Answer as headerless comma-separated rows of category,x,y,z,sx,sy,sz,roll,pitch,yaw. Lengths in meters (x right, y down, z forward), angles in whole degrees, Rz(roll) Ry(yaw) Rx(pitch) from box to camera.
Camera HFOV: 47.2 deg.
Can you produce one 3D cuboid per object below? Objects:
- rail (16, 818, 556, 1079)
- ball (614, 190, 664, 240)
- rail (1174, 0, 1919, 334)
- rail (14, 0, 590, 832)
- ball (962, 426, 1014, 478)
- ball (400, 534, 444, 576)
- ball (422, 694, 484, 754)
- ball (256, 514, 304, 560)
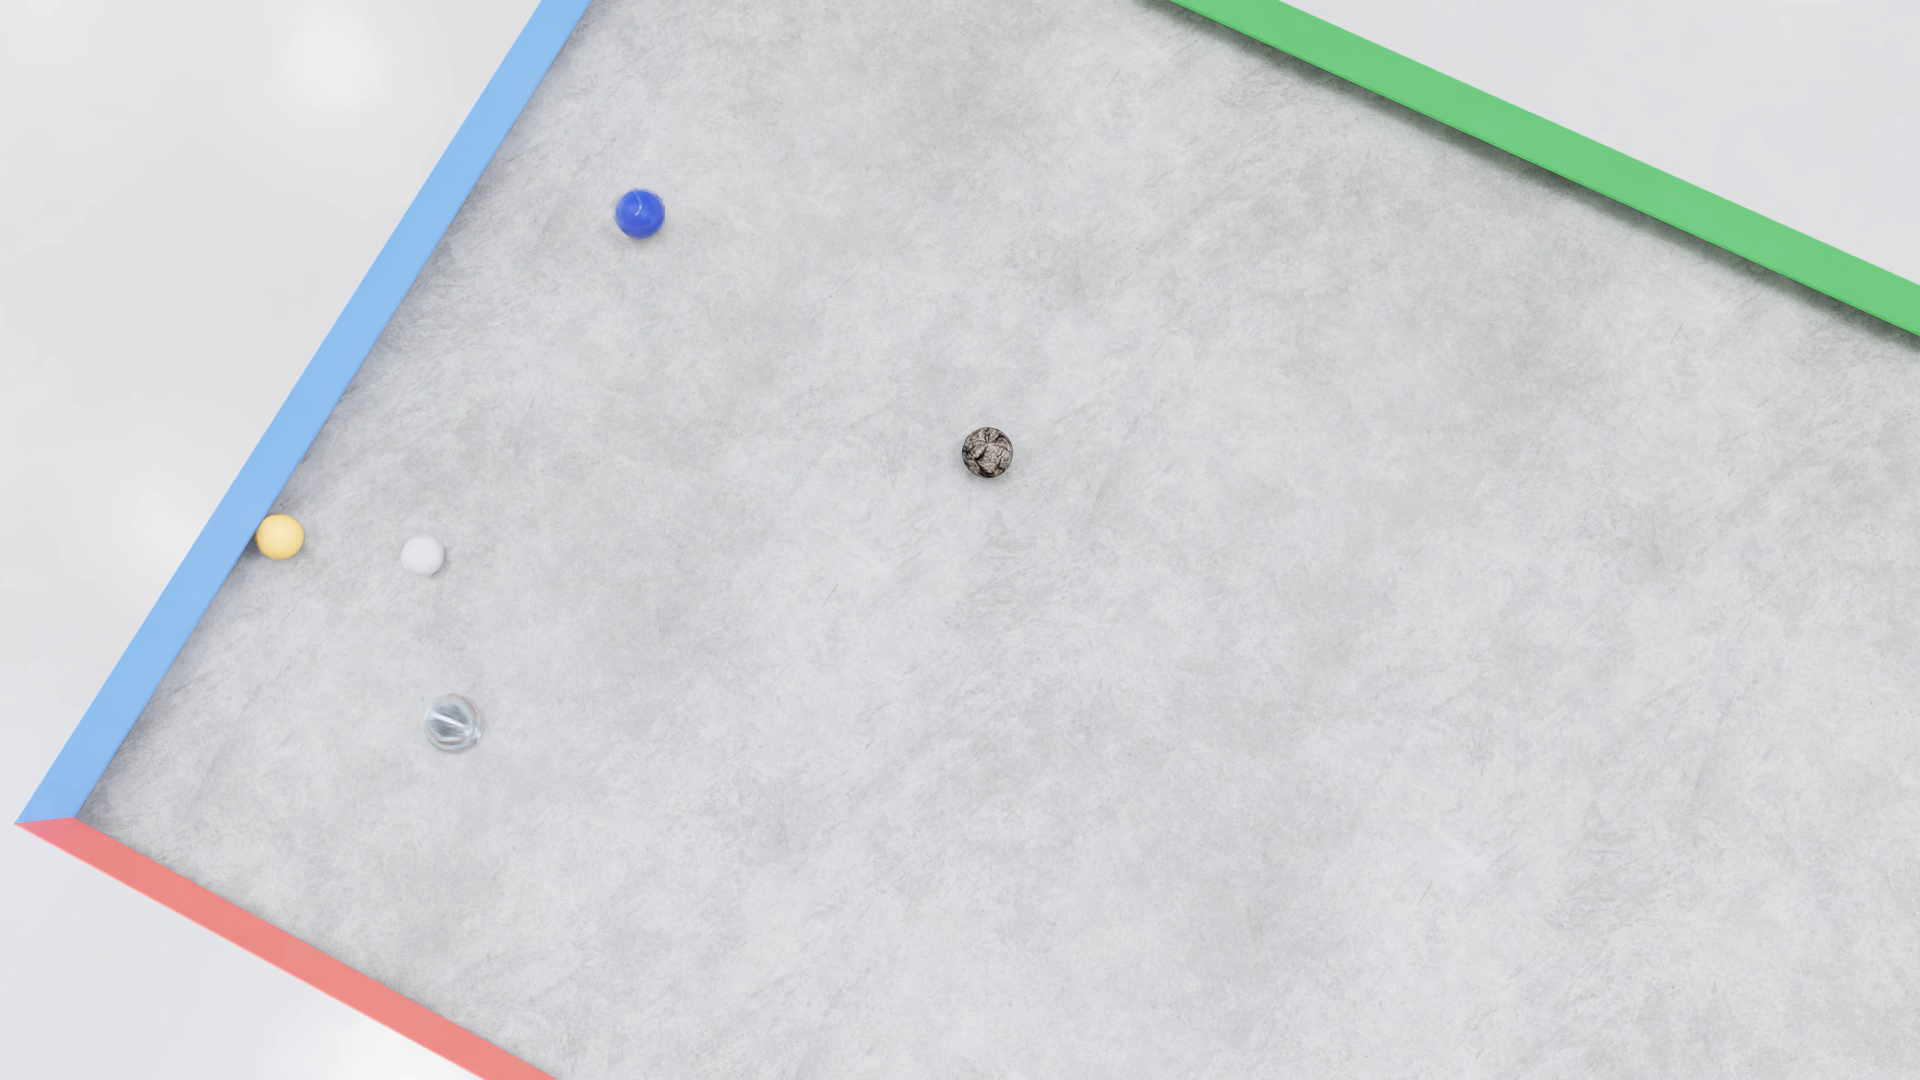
rail,0.440,1.285,2.963,4.028,0.119,0.045,26,75,8
ball,-0.515,-0.523,3.531,0.079,0.079,0.079,0,73,0
rail,1.353,-0.421,3.478,4.028,0.119,0.045,26,75,8
rail,-0.875,-0.436,3.483,0.045,0.119,2.049,26,75,8
ball,0.043,-0.136,3.414,0.080,0.080,0.080,0,73,0
ball,-0.825,0.022,3.373,0.066,0.066,0.066,0,73,0
ball,-0.757,0.274,3.285,0.089,0.089,0.089,0,73,0
ball,-1.046,-0.005,3.379,0.070,0.070,0.070,0,73,0
